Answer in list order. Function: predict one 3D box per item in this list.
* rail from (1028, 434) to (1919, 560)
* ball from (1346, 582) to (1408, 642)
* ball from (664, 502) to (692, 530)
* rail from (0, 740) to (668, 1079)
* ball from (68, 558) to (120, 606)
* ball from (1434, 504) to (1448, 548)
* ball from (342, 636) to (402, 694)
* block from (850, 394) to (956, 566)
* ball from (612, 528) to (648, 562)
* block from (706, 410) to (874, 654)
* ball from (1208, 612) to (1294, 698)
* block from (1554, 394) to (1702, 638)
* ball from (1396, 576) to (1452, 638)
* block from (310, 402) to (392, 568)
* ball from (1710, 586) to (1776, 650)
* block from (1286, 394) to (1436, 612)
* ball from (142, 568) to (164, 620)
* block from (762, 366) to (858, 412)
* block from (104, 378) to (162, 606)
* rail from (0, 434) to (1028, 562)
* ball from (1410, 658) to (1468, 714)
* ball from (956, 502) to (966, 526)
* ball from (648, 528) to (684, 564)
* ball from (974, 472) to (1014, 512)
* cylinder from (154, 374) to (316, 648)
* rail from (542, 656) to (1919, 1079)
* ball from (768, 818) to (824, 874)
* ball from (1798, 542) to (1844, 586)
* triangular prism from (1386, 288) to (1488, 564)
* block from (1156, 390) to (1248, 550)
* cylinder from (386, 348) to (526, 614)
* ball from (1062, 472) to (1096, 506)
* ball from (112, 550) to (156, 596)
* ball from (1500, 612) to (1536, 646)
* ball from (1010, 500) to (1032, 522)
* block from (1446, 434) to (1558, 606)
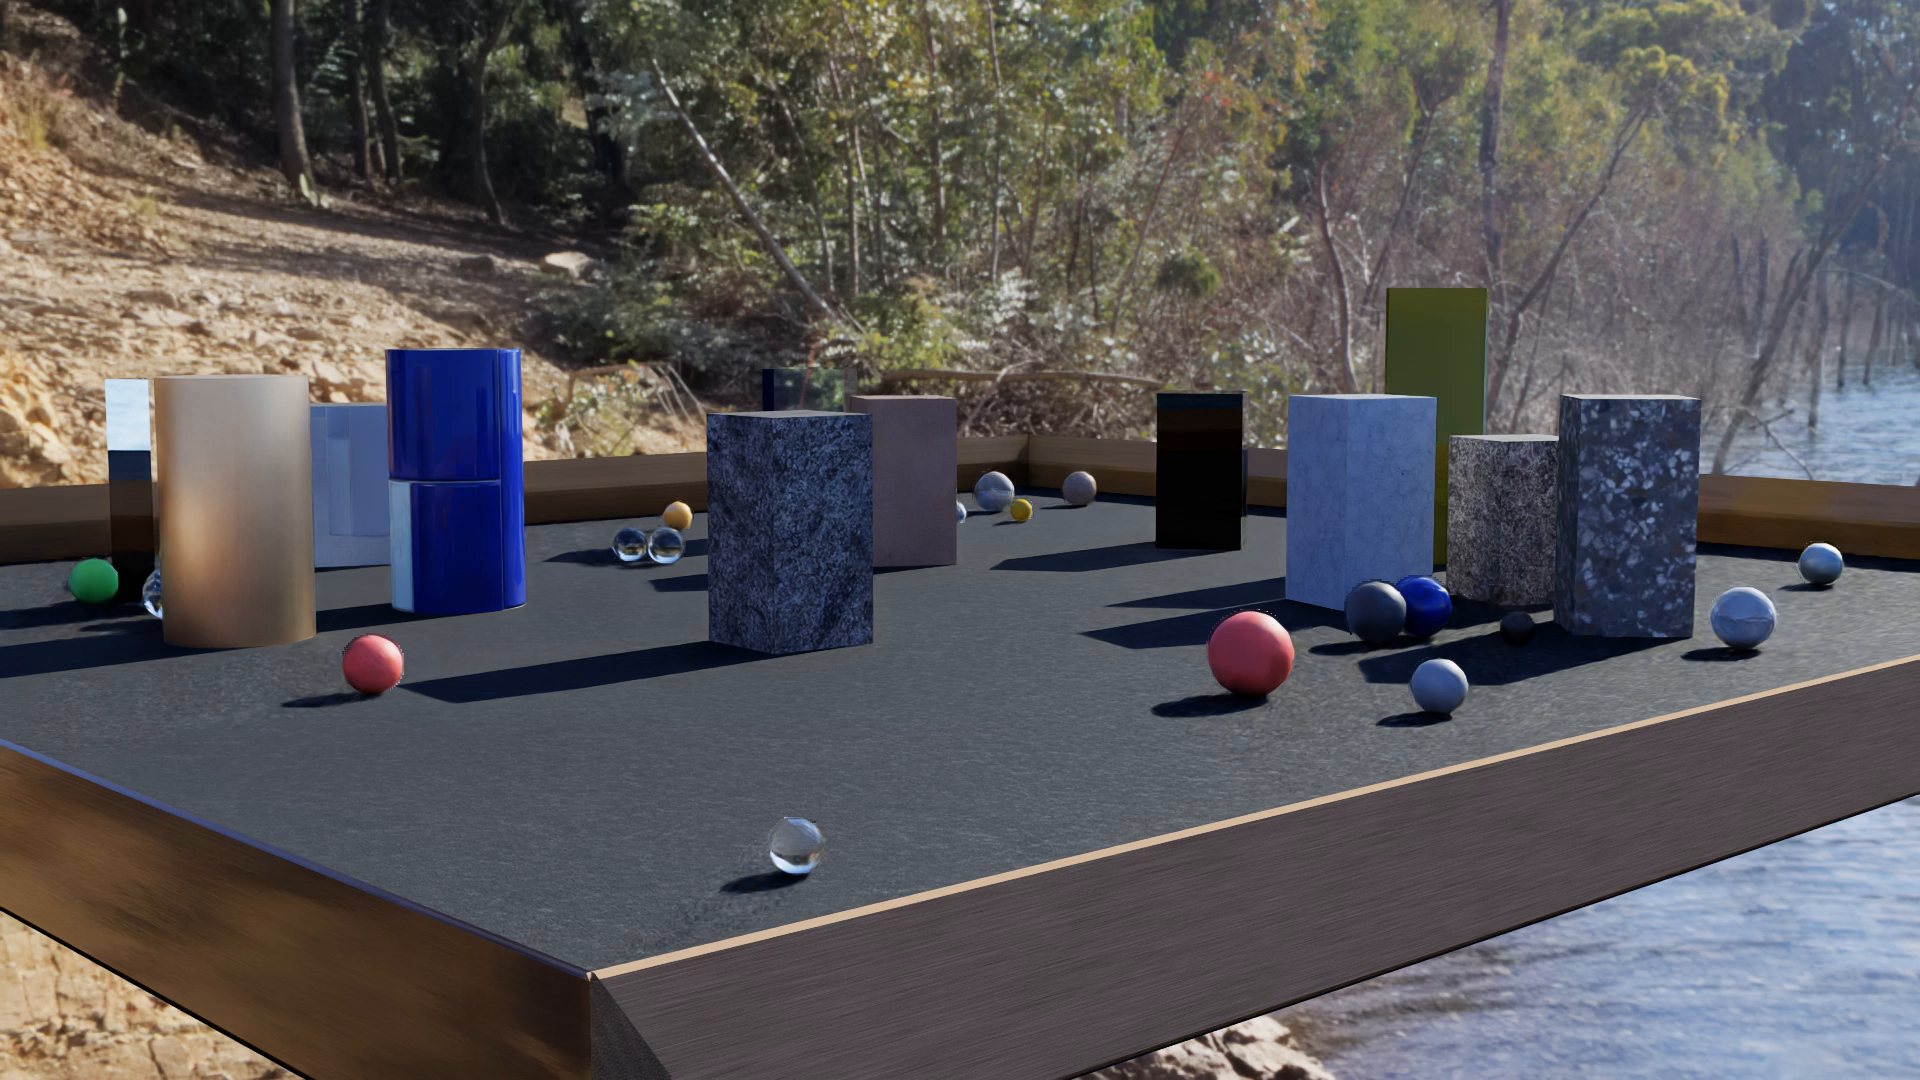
[{"bbox_3d":[1.221,-0.083,4.452,0.045,0.129,3.133,-5,8,-42],"label":"rail"},{"bbox_3d":[0.560,0.097,2.959,0.082,0.082,0.082,0,6,0],"label":"ball"},{"bbox_3d":[-0.575,-0.048,4.472,0.058,0.058,0.058,0,6,0],"label":"ball"},{"bbox_3d":[-1.221,0.150,2.211,0.045,0.129,3.133,-5,8,-42],"label":"rail"},{"bbox_3d":[-1.298,0.063,3.296,0.071,0.071,0.071,0,6,0],"label":"ball"},{"bbox_3d":[0.920,-0.026,4.123,0.087,0.087,0.087,0,6,0],"label":"ball"},{"bbox_3d":[-0.684,0.146,2.563,0.068,0.068,0.068,0,6,0],"label":"ball"},{"bbox_3d":[-0.102,-0.108,3.918,0.159,0.292,0.159,-1,6,-14],"label":"block"},{"bbox_3d":[-0.587,0.008,3.915,0.062,0.062,0.062,0,6,0],"label":"ball"},{"bbox_3d":[-0.229,-0.016,2.956,0.159,0.308,0.159,-5,8,-39],"label":"block"},{"bbox_3d":[0.336,0.132,2.544,0.099,0.099,0.099,0,6,0],"label":"ball"},{"bbox_3d":[0.931,-0.037,3.077,0.159,0.326,0.159,1,6,5],"label":"block"},{"bbox_3d":[0.629,0.092,3.004,0.083,0.083,0.083,0,6,0],"label":"ball"},{"bbox_3d":[-1.077,-0.102,3.919,0.159,0.280,0.159,-2,6,-20],"label":"block"},{"bbox_3d":[1.034,0.103,2.904,0.082,0.082,0.082,0,6,0],"label":"ball"},{"bbox_3d":[0.611,-0.062,3.360,0.159,0.315,0.159,-3,7,-24],"label":"block"},{"bbox_3d":[-1.137,0.076,3.170,0.080,0.080,0.080,0,6,0],"label":"ball"},{"bbox_3d":[-0.295,-0.174,4.355,0.159,0.332,0.159,1,6,7],"label":"block"},{"bbox_3d":[-1.182,-0.076,3.369,0.159,0.342,0.159,3,7,25],"label":"block"},{"bbox_3d":[-1.046,-0.084,4.460,3.369,0.129,0.045,-5,8,-42],"label":"rail"},{"bbox_3d":[0.531,0.162,2.434,0.062,0.062,0.062,0,6,0],"label":"ball"},{"bbox_3d":[-0.012,-0.055,4.578,0.049,0.049,0.049,0,6,0],"label":"ball"},{"bbox_3d":[-0.519,0.010,3.876,0.065,0.065,0.065,0,6,0],"label":"ball"},{"bbox_3d":[0.076,-0.107,4.887,0.089,0.089,0.089,0,6,0],"label":"ball"},{"bbox_3d":[-0.985,-0.044,2.993,0.199,0.356,0.199,0,6,0],"label":"cylinder"},{"bbox_3d":[1.046,0.151,2.204,3.369,0.129,0.045,-5,8,-42],"label":"rail"},{"bbox_3d":[-0.129,0.243,1.742,0.044,0.044,0.044,0,6,0],"label":"ball"},{"bbox_3d":[1.403,0.039,3.583,0.069,0.069,0.069,0,6,0],"label":"ball"},{"bbox_3d":[0.844,-0.206,3.928,0.172,0.484,0.149,1,6,9],"label":"triangular prism"},{"bbox_3d":[0.462,-0.136,4.183,0.159,0.292,0.159,1,6,11],"label":"block"},{"bbox_3d":[-0.760,-0.094,3.320,0.199,0.387,0.199,0,6,0],"label":"cylinder"},{"bbox_3d":[0.274,-0.118,5.036,0.079,0.079,0.079,0,6,0],"label":"ball"},{"bbox_3d":[-1.288,0.051,3.426,0.070,0.070,0.070,0,6,0],"label":"ball"},{"bbox_3d":[0.743,0.119,2.930,0.046,0.046,0.046,0,6,0],"label":"ball"},{"bbox_3d":[0.130,-0.063,4.660,0.048,0.048,0.048,0,6,0],"label":"ball"},{"bbox_3d":[0.869,-0.034,3.416,0.159,0.249,0.159,-2,6,-17],"label":"block"}]
